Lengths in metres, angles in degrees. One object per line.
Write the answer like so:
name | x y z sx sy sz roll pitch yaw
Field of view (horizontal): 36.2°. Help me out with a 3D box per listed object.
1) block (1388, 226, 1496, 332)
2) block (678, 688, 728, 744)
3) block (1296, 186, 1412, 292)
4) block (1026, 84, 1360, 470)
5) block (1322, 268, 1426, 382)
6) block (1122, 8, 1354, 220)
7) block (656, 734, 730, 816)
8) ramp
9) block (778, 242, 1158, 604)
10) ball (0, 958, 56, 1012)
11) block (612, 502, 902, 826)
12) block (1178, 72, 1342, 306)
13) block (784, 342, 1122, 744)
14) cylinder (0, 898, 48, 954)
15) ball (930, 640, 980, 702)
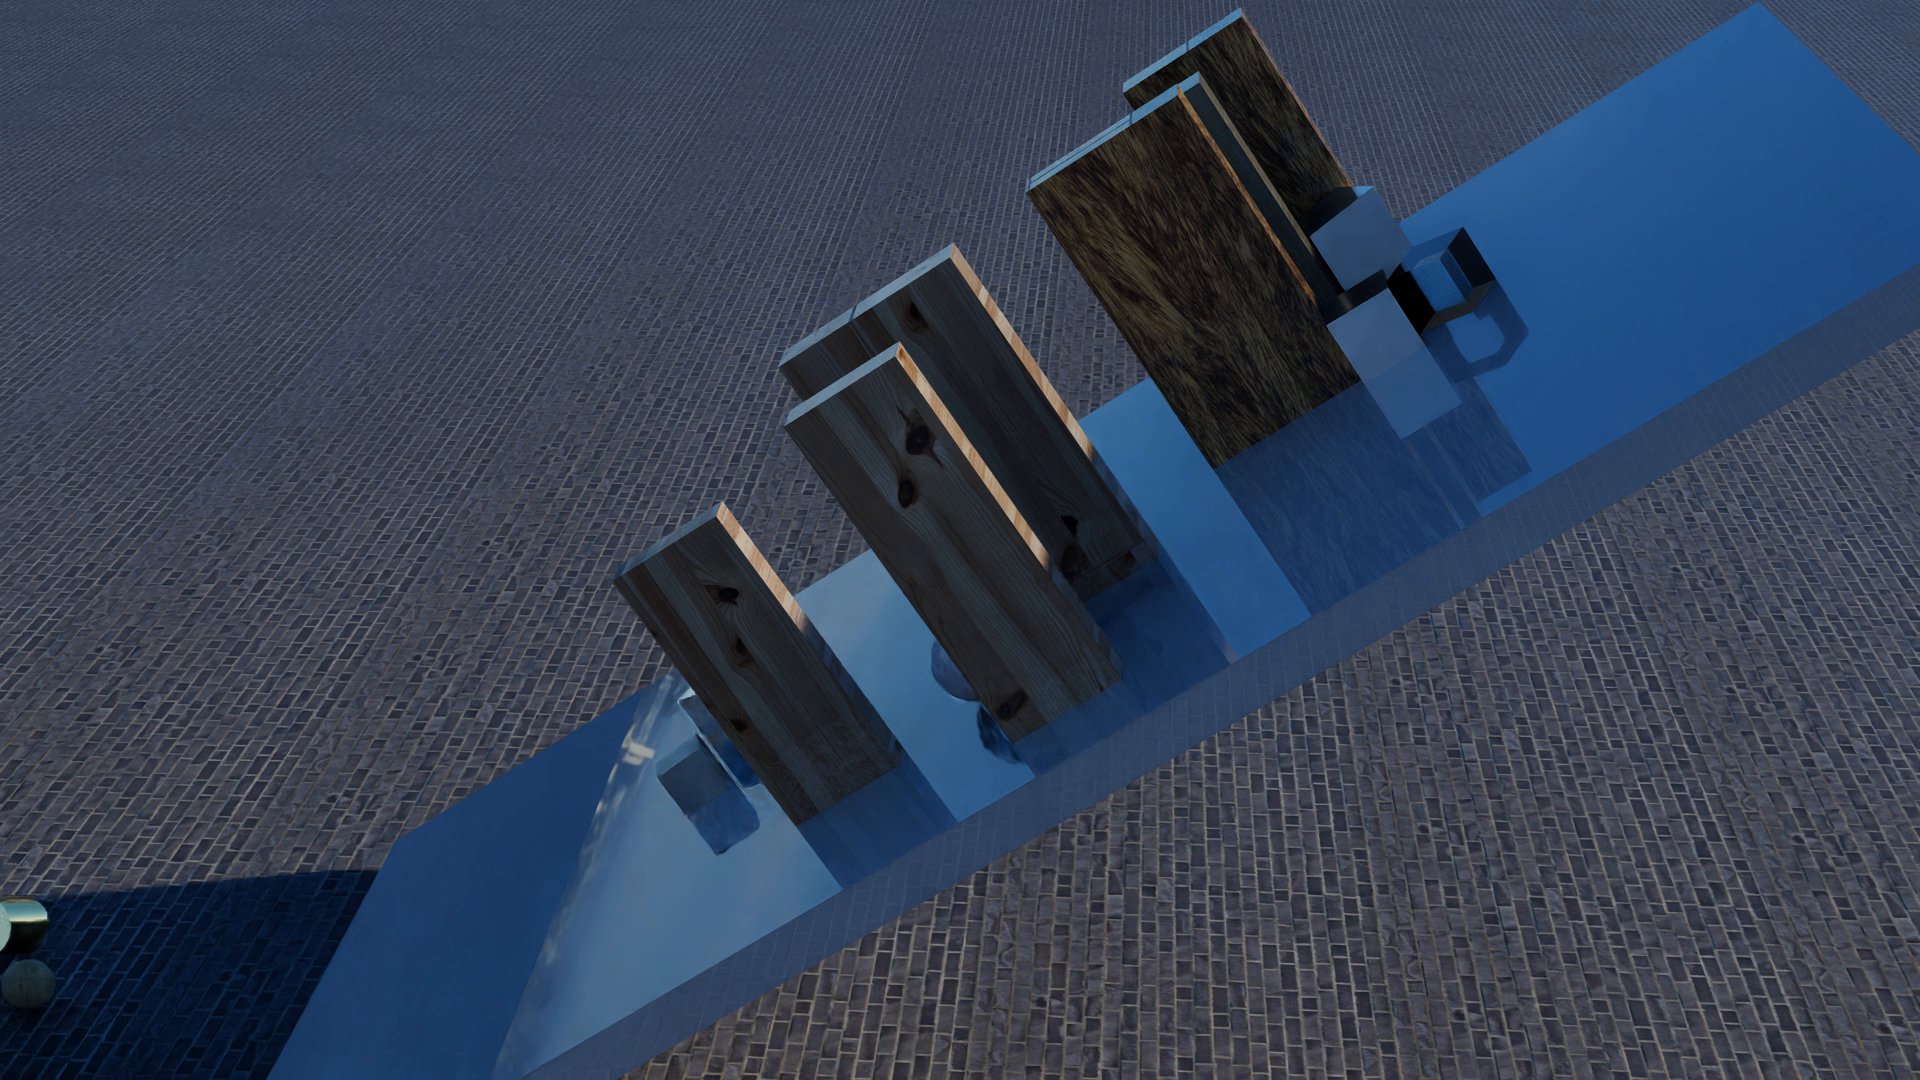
block | 1.008 -0.545 6.147 0.135 0.135 0.135 -20 21 44
block | -0.530 0.364 6.711 0.130 0.130 0.130 -20 21 44
block | 0.879 -0.669 6.691 0.192 0.192 0.192 -38 15 -10
block | 0.491 -0.544 6.139 0.369 0.716 0.114 -31 16 14
block | 0.863 -0.448 6.140 0.148 0.148 0.148 -31 16 14
block | 0.689 -0.868 6.826 0.320 0.647 0.111 -31 16 14
block | -0.583 0.513 6.409 0.112 0.112 0.112 -35 15 1
ramp | 0.138 0.172 6.300 4.000 0.100 2.000 -31 16 14
block | 0.022 -0.172 5.954 0.415 0.751 0.112 -31 16 14
ball | -2.232 1.066 7.044 0.124 0.124 0.124 0 21 0
block | -0.397 0.249 5.820 0.253 0.626 0.087 -31 16 14
block | 0.554 -0.669 6.529 0.351 0.639 0.120 -31 16 14
block | -0.006 0.011 5.462 0.247 0.751 0.093 -31 16 14
cylinder | -2.343 0.950 7.236 0.138 0.138 0.138 10 -2 25
ball | 0.025 0.236 5.837 0.167 0.167 0.167 0 21 0
